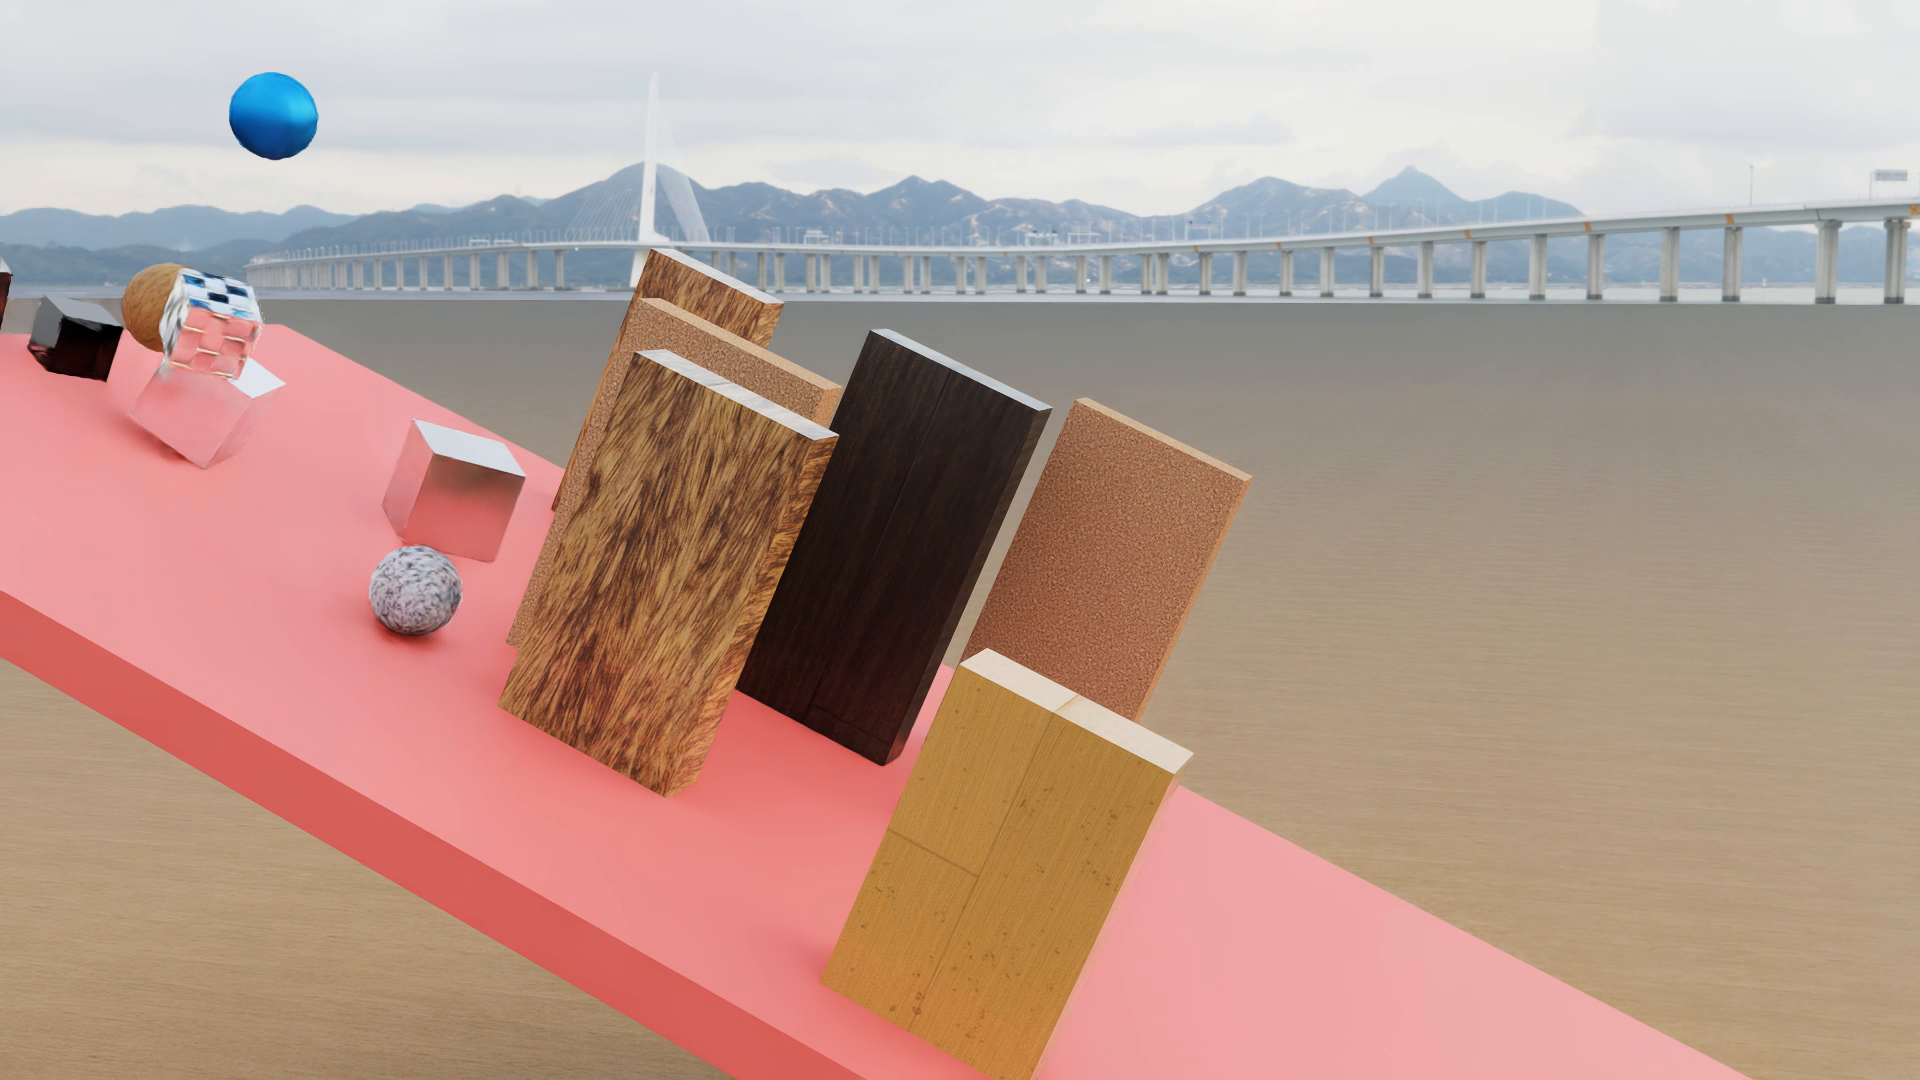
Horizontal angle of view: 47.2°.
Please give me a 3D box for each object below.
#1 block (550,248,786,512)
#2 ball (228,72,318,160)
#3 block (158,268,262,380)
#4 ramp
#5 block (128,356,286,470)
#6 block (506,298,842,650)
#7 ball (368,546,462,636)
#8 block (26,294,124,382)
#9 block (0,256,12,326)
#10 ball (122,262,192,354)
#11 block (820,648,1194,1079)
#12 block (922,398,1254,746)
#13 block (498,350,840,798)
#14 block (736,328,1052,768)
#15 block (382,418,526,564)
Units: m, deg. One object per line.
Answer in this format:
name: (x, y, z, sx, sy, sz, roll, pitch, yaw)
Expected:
block: (-0.663, -0.300, 4.967, 0.296, 0.646, 0.116, 26, 13, 13)
ball: (-1.449, -0.894, 4.642, 0.181, 0.181, 0.181, 0, 7, 0)
block: (-1.450, -0.418, 4.252, 0.138, 0.138, 0.138, 12, 32, -36)
ramp: (-0.280, 0.484, 4.179, 4.000, 0.100, 2.000, 26, 13, 13)
block: (-1.503, -0.282, 4.392, 0.182, 0.182, 0.182, 37, 12, -5)
block: (-0.532, -0.042, 4.050, 0.392, 0.703, 0.094, 26, 13, 13)
ball: (-0.980, 0.091, 3.955, 0.162, 0.162, 0.162, 0, 7, 0)
block: (-1.841, -0.420, 4.575, 0.125, 0.125, 0.125, 9, 19, -46)
block: (-2.019, -0.505, 4.444, 0.143, 0.143, 0.143, 7, 20, -37)
ball: (-1.598, -0.468, 4.449, 0.184, 0.184, 0.184, 0, 7, 0)
block: (0.067, 0.494, 3.307, 0.351, 0.549, 0.146, 26, 13, 13)
block: (0.250, 0.152, 4.434, 0.373, 0.789, 0.097, 26, 13, 13)
block: (-0.504, 0.056, 3.770, 0.349, 0.677, 0.121, 26, 13, 13)
block: (-0.147, 0.015, 4.329, 0.368, 0.773, 0.107, 26, 13, 13)
block: (-1.042, -0.100, 4.517, 0.199, 0.199, 0.199, 15, 15, -31)
